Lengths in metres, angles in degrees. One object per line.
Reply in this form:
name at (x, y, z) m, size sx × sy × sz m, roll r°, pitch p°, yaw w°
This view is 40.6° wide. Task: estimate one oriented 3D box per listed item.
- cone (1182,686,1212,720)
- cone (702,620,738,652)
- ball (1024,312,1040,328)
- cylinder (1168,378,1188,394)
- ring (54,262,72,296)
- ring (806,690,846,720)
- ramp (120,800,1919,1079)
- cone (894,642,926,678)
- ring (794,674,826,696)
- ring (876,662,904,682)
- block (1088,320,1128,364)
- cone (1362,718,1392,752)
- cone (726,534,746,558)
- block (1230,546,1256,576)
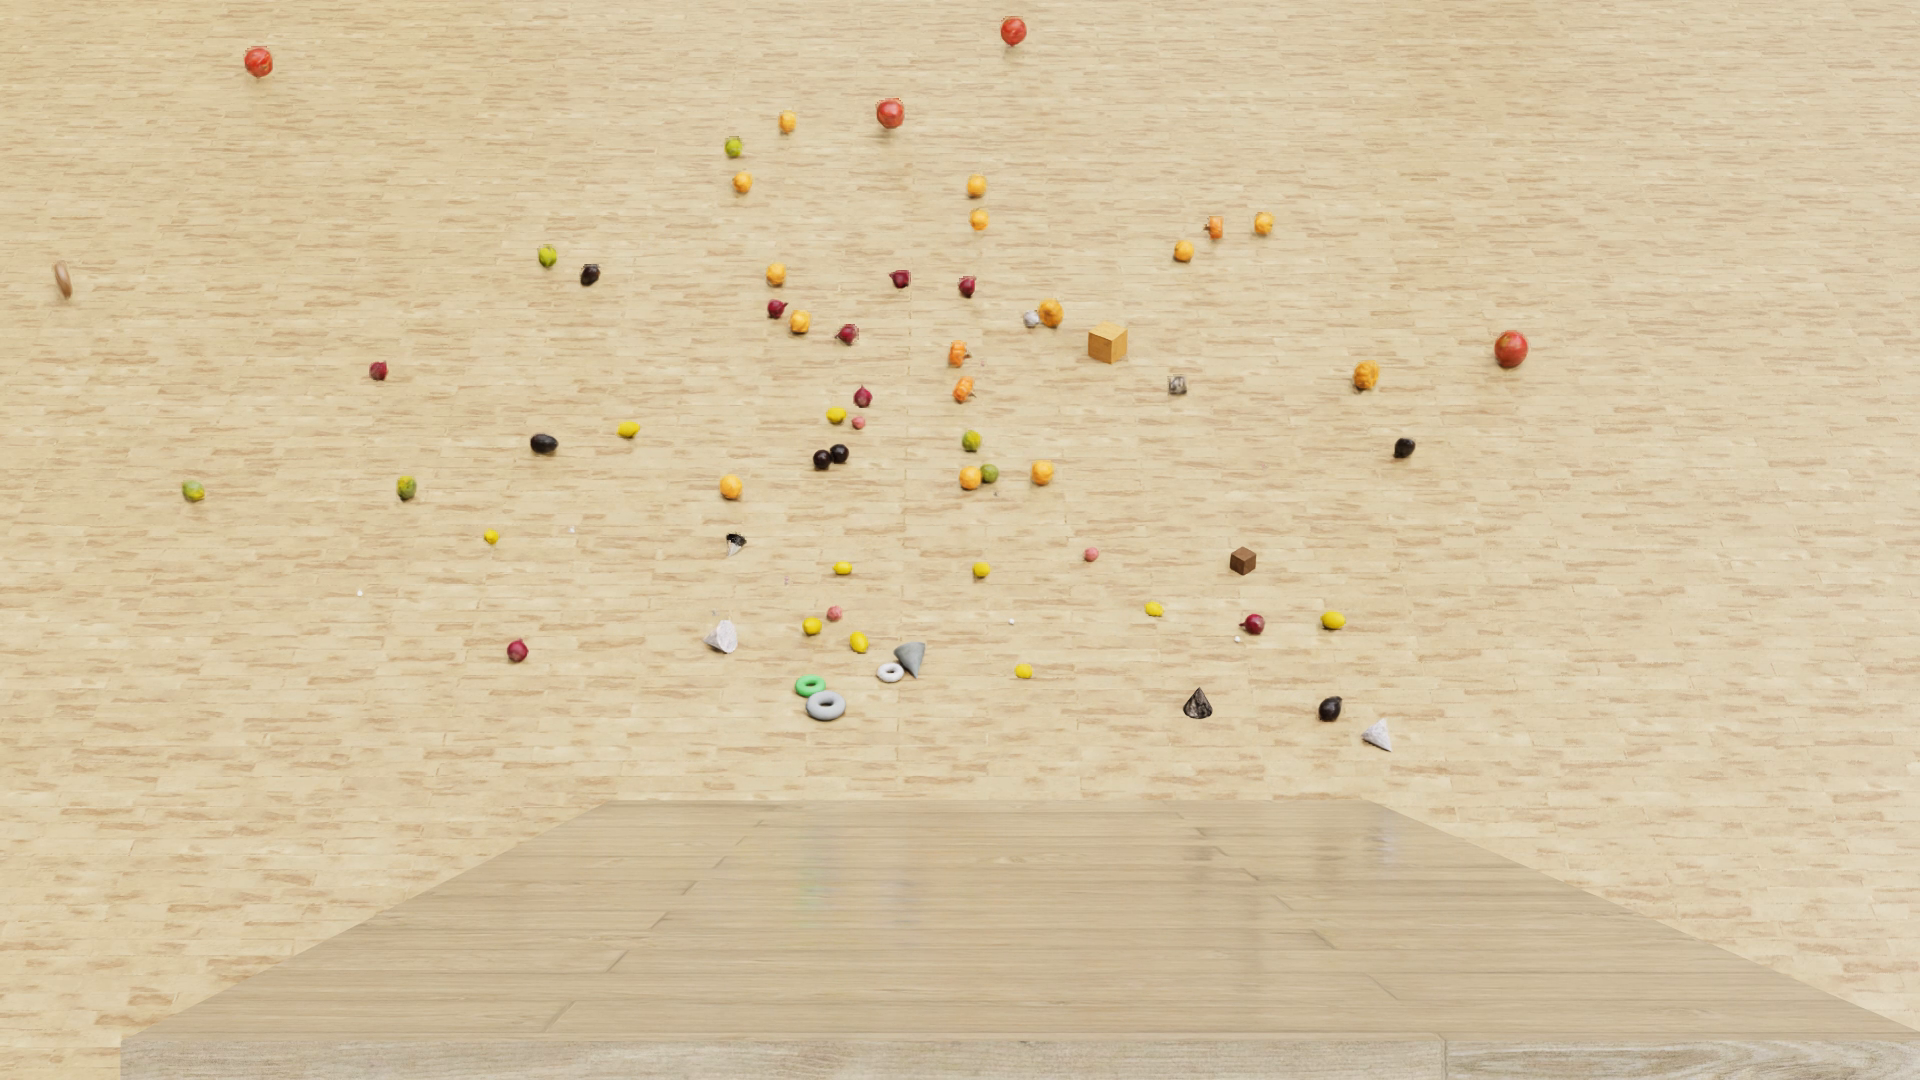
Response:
cone at (0.667, 0.441, 7.260) m, size 0.084 × 0.084 × 0.084 m, roll 0°, pitch 35°, yaw 0°
cone at (-0.711, 0.284, 7.517) m, size 0.096 × 0.096 × 0.096 m, roll -11°, pitch 26°, yaw 33°
ball at (0.250, -0.760, 8.981) m, size 0.052 × 0.052 × 0.052 m, roll 0°, pitch 35°, yaw 0°
cylinder at (0.723, -0.512, 8.625) m, size 0.057 × 0.057 × 0.057 m, roll -2°, pitch 35°, yaw -3°
ring at (-3.151, -0.914, 9.128) m, size 0.042 × 0.125 × 0.125 m, roll -18°, pitch 39°, yaw -20°
ring at (-0.375, 0.463, 7.271) m, size 0.113 × 0.038 × 0.113 m, roll 1°, pitch 34°, yaw 0°
ramp at (0.078, 0.668, 4.850) m, size 2.000 × 0.100 × 4.000 m, roll 0°, pitch -2°, yaw 0°
cone at (-0.134, 0.355, 7.417) m, size 0.096 × 0.096 × 0.096 m, roll -9°, pitch 63°, yaw -12°
ring at (-0.424, 0.412, 7.349) m, size 0.087 × 0.029 × 0.087 m, roll 0°, pitch 34°, yaw 0°
ring at (-0.198, 0.378, 7.401) m, size 0.077 × 0.026 × 0.077 m, roll -1°, pitch 35°, yaw 1°
block at (0.501, -0.670, 8.817) m, size 0.095 × 0.095 × 0.095 m, roll 23°, pitch 42°, yaw 29°
cone at (1.163, 0.550, 7.146) m, size 0.087 × 0.087 × 0.087 m, roll -24°, pitch 68°, yaw -30°
cone at (-0.691, 0.026, 7.892) m, size 0.066 × 0.066 × 0.066 m, roll 13°, pitch 64°, yaw 18°
block at (0.852, 0.063, 7.818) m, size 0.055 × 0.055 × 0.055 m, roll -29°, pitch 44°, yaw -34°
